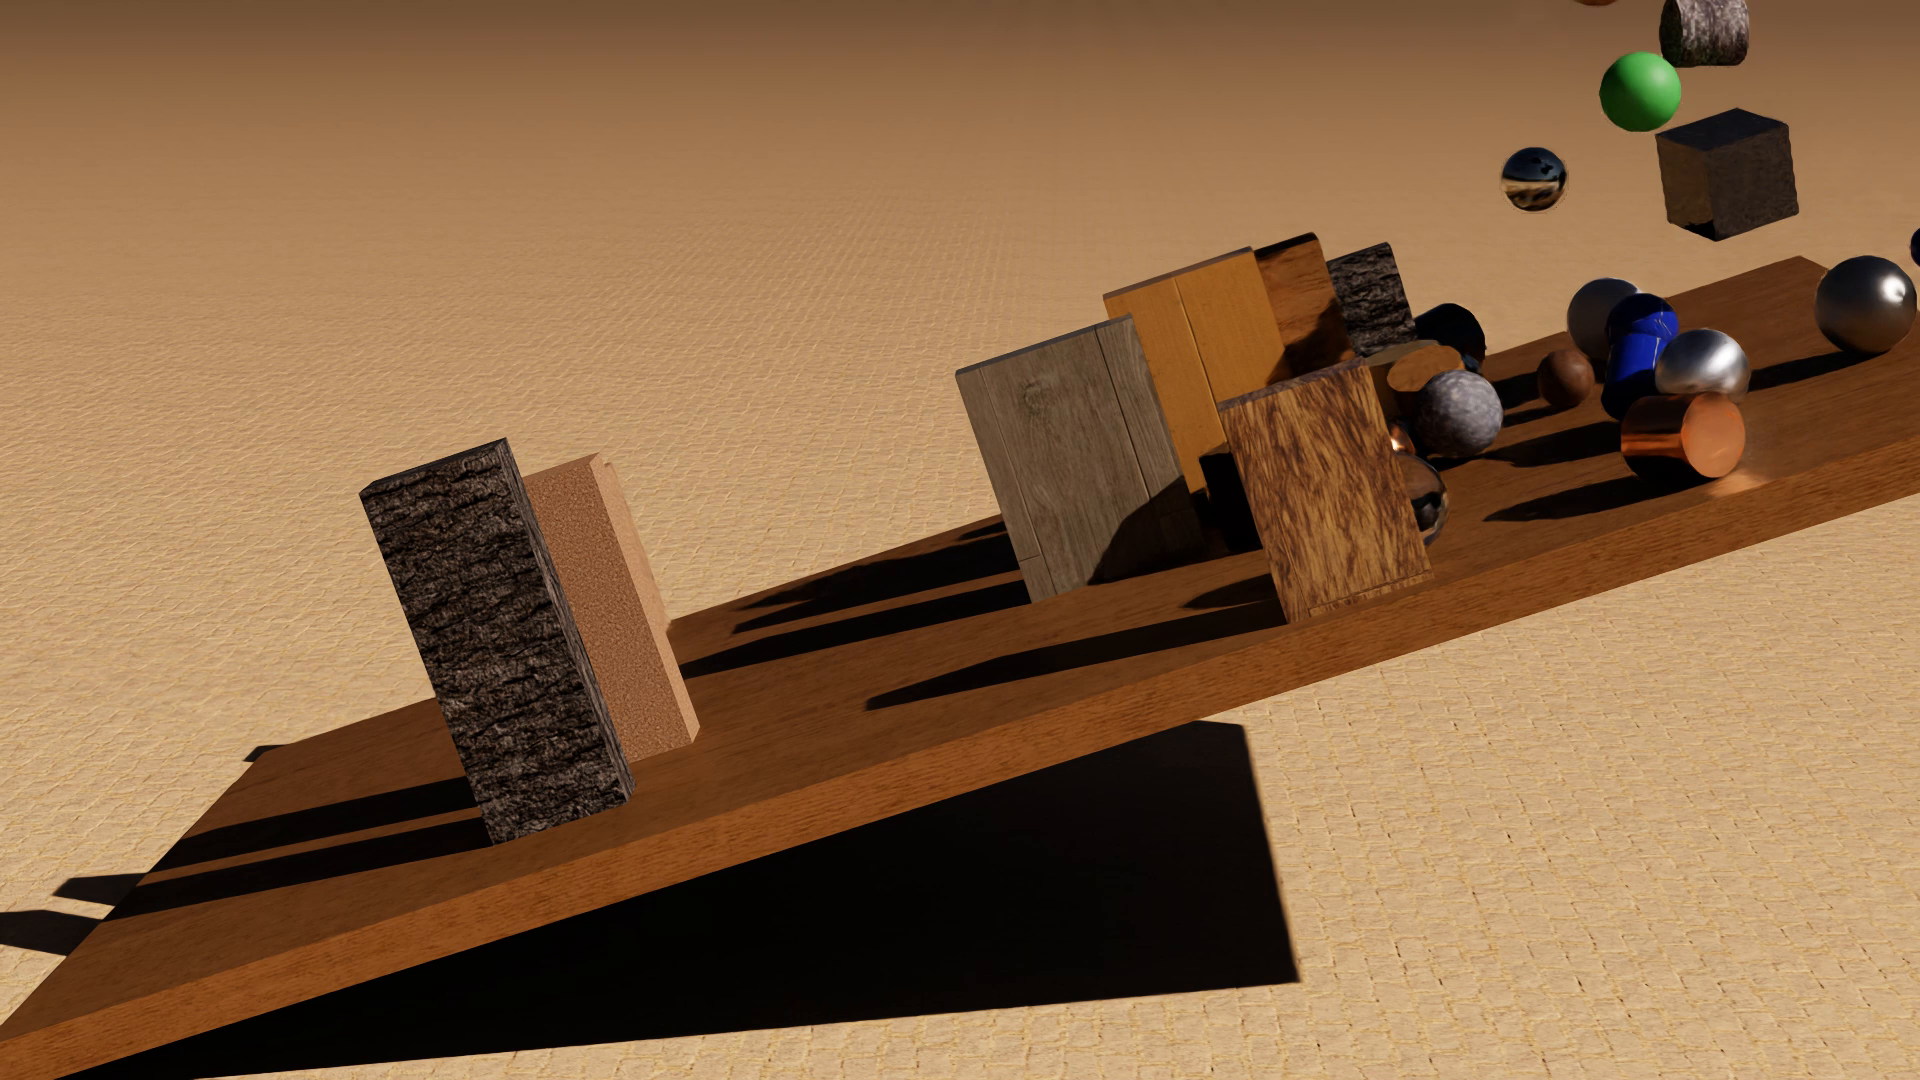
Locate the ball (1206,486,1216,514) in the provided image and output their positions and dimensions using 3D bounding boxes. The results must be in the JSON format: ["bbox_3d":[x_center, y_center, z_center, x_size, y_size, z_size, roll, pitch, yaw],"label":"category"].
[{"bbox_3d":[0.586,-0.102,6.288,0.124,0.124,0.124,0,12,0],"label":"ball"}]

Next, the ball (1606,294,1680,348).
[{"bbox_3d":[1.489,-0.460,6.420,0.157,0.157,0.157,0,12,0],"label":"ball"}]

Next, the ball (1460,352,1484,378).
[{"bbox_3d":[1.128,-0.368,6.672,0.116,0.116,0.116,0,12,0],"label":"ball"}]

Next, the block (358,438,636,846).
[{"bbox_3d":[-0.889,0.198,5.687,0.277,0.735,0.123,-18,11,6],"label":"block"}]

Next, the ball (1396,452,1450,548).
[{"bbox_3d":[0.812,-0.065,5.502,0.203,0.203,0.203,0,12,0],"label":"ball"}]

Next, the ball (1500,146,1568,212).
[{"bbox_3d":[1.206,-0.757,6.181,0.137,0.137,0.137,0,12,0],"label":"ball"}]

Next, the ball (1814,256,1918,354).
[{"bbox_3d":[1.795,-0.465,5.829,0.197,0.197,0.197,0,12,0],"label":"ball"}]

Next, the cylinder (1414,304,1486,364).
[{"bbox_3d":[1.117,-0.447,6.952,0.178,0.178,0.178,-28,27,-37],"label":"cylinder"}]

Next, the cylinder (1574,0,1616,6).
[{"bbox_3d":[1.238,-1.200,5.933,0.209,0.209,0.209,5,5,-42],"label":"cylinder"}]

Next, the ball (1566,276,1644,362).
[{"bbox_3d":[1.454,-0.494,6.585,0.188,0.188,0.188,0,12,0],"label":"ball"}]

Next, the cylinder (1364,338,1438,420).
[{"bbox_3d":[0.995,-0.325,6.524,0.189,0.189,0.189,-18,10,3],"label":"cylinder"}]

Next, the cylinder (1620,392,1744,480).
[{"bbox_3d":[1.319,-0.189,5.374,0.157,0.157,0.157,-7,3,-31],"label":"cylinder"}]

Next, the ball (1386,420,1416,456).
[{"bbox_3d":[0.845,-0.166,5.974,0.160,0.160,0.160,0,12,0],"label":"ball"}]

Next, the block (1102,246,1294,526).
[{"bbox_3d":[0.551,-0.325,6.362,0.335,0.534,0.104,-18,11,6],"label":"block"}]

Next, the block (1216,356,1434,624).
[{"bbox_3d":[0.661,-0.090,5.330,0.276,0.411,0.099,-18,11,6],"label":"block"}]

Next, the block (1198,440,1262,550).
[{"bbox_3d":[0.657,-0.121,6.050,0.204,0.204,0.204,-8,15,46],"label":"block"}]

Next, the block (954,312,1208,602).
[{"bbox_3d":[0.255,-0.171,6.172,0.387,0.509,0.087,-18,11,6],"label":"block"}]

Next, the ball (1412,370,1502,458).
[{"bbox_3d":[1.035,-0.262,6.121,0.185,0.185,0.185,0,12,0],"label":"ball"}]

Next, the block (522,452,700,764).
[{"bbox_3d":[-0.815,0.173,6.013,0.369,0.611,0.127,-18,11,6],"label":"block"}]

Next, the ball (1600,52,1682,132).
[{"bbox_3d":[1.355,-0.892,5.858,0.159,0.159,0.159,0,12,0],"label":"ball"}]

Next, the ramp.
[{"bbox_3d":[0.106,0.181,6.306,4.000,0.100,2.000,-18,11,6],"label":"ramp"}]

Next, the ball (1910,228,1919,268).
[{"bbox_3d":[2.090,-0.627,6.289,0.113,0.113,0.113,0,12,0],"label":"ball"}]

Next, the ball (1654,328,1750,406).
[{"bbox_3d":[1.450,-0.323,5.748,0.182,0.182,0.182,0,12,0],"label":"ball"}]

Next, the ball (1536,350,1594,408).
[{"bbox_3d":[1.293,-0.346,6.290,0.124,0.124,0.124,0,12,0],"label":"ball"}]

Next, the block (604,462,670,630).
[{"bbox_3d":[-0.926,0.064,7.240,0.278,0.430,0.146,-18,11,6],"label":"block"}]

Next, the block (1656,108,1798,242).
[{"bbox_3d":[1.627,-0.776,6.239,0.199,0.199,0.199,-19,23,-11],"label":"block"}]

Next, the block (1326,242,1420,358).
[{"bbox_3d":[0.868,-0.426,6.666,0.338,0.406,0.083,-18,11,6],"label":"block"}]

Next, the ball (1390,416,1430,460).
[{"bbox_3d":[0.939,-0.205,6.221,0.115,0.115,0.115,0,12,0],"label":"ball"}]

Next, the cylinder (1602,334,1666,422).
[{"bbox_3d":[1.364,-0.324,5.915,0.129,0.129,0.129,4,51,19],"label":"cylinder"}]

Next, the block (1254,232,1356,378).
[{"bbox_3d":[0.705,-0.381,6.454,0.313,0.505,0.148,-18,11,6],"label":"block"}]

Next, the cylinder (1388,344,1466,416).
[{"bbox_3d":[1.019,-0.304,6.301,0.162,0.162,0.162,-20,32,13],"label":"cylinder"}]
